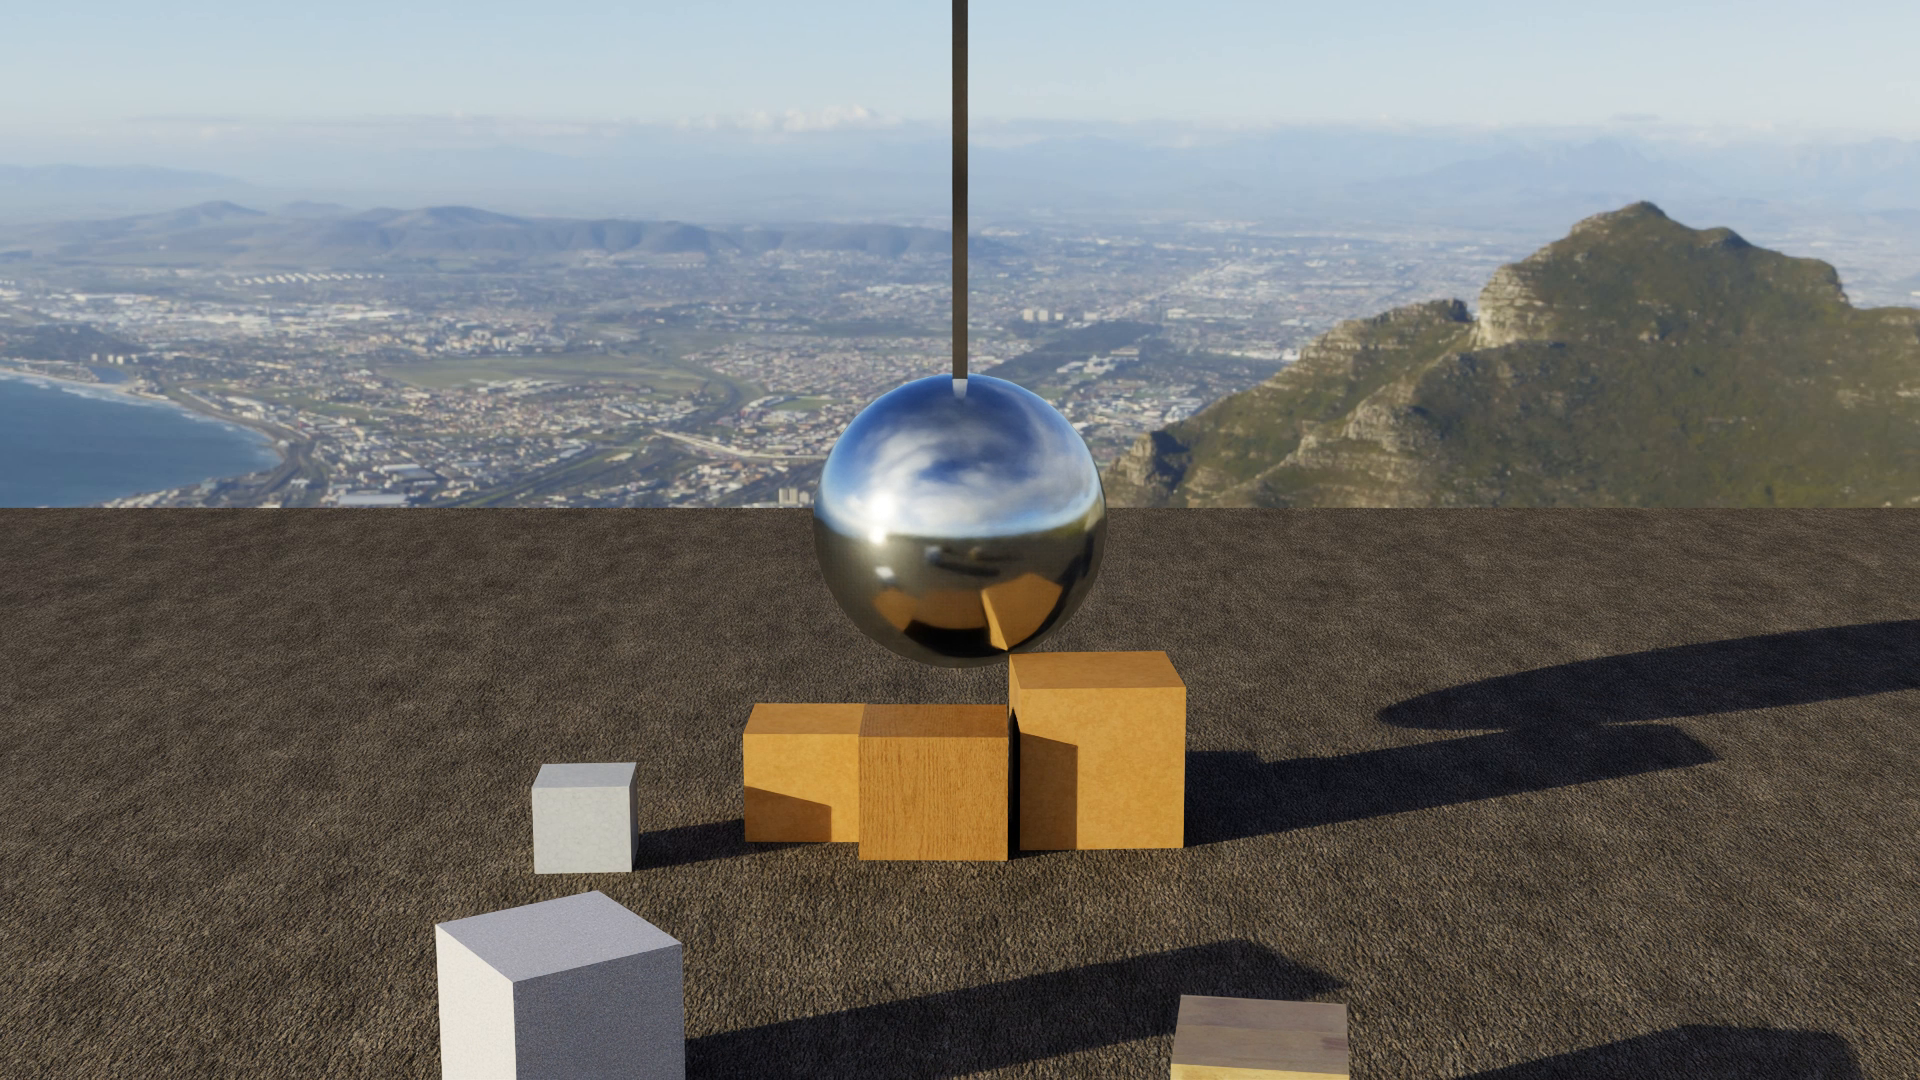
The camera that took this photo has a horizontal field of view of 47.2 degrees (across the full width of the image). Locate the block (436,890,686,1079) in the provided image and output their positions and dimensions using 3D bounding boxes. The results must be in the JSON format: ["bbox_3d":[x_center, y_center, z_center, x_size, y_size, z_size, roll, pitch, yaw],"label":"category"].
[{"bbox_3d":[-1.459,1.757,8.029,0.650,0.671,0.690,-7,13,-34],"label":"block"}]

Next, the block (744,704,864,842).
[{"bbox_3d":[-0.791,1.198,11.399,0.593,0.564,0.612,0,10,0],"label":"block"}]

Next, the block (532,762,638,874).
[{"bbox_3d":[-1.842,1.367,10.845,0.466,0.430,0.417,-1,10,-3],"label":"block"}]

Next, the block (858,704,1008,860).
[{"bbox_3d":[-0.129,1.217,11.118,0.733,0.628,0.632,0,10,1],"label":"block"}]

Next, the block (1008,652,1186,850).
[{"bbox_3d":[0.692,1.072,11.346,0.823,0.831,0.785,0,10,-3],"label":"block"}]

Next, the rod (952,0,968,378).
[{"bbox_3d":[0.000,-3.349,10.900,0.080,5.200,0.080,0,17,0],"label":"rod"}]

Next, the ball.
[{"bbox_3d":[0.000,-0.105,11.918,1.600,1.600,1.600,0,10,0],"label":"ball"}]

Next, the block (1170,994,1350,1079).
[{"bbox_3d":[1.012,1.926,7.432,0.570,0.551,0.594,2,10,9],"label":"block"}]
